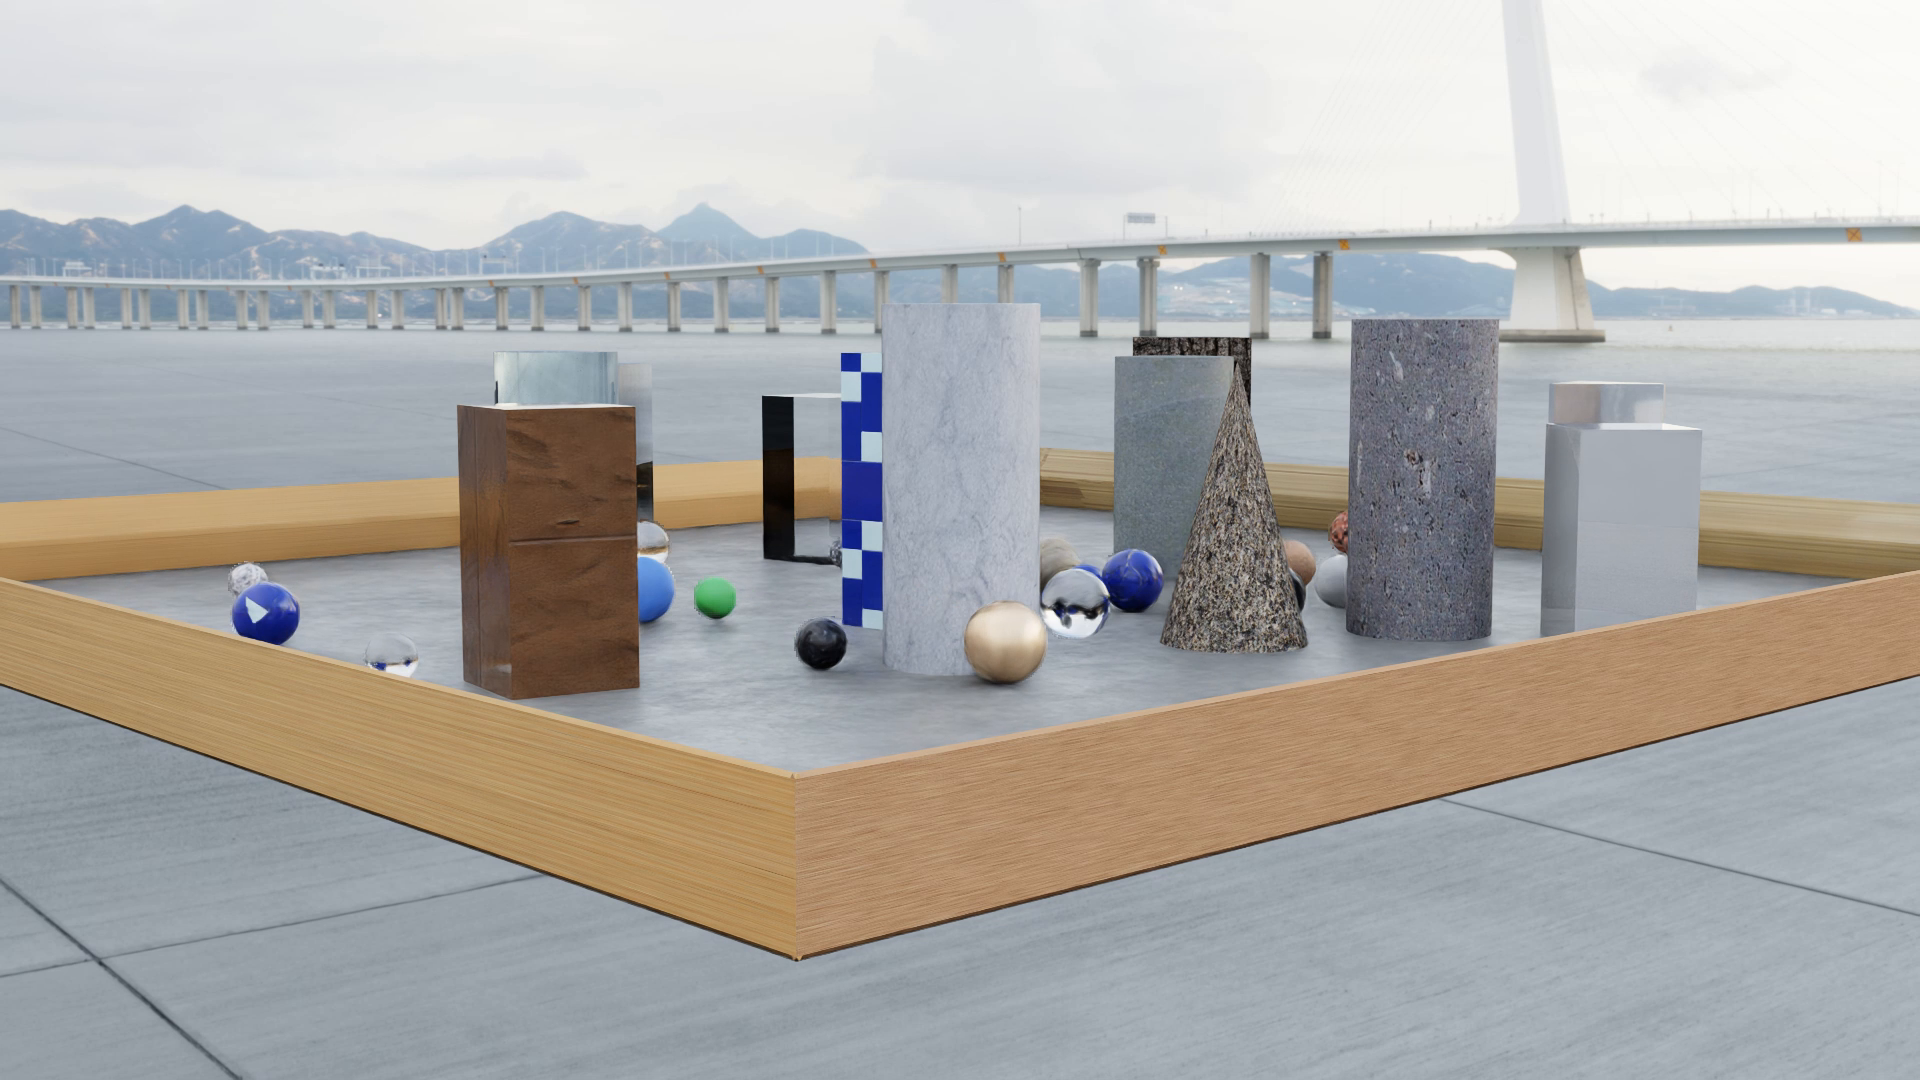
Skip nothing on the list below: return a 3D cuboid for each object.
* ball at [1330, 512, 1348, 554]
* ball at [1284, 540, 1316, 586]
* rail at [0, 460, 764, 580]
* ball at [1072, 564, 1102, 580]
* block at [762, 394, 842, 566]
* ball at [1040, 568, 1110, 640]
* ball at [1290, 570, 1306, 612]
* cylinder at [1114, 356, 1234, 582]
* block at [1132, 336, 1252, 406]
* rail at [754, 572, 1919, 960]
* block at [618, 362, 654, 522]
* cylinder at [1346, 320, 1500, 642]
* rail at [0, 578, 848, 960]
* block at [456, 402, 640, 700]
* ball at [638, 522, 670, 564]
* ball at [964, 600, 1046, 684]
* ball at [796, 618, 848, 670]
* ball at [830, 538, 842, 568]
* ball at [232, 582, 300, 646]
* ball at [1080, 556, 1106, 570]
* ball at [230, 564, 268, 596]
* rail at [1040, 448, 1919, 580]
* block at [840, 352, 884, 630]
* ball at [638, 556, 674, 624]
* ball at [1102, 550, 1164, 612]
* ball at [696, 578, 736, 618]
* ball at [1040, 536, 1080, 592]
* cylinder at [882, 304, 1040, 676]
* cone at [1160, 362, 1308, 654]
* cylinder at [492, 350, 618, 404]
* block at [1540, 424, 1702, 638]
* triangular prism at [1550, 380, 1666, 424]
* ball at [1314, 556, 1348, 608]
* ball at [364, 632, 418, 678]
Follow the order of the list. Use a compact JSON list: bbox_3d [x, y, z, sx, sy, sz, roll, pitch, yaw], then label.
[{"bbox_3d":[0.719,-0.014,4.029,0.081,0.081,0.081,0,6,0],"label":"ball"},{"bbox_3d":[0.529,0.041,3.514,0.080,0.080,0.080,0,6,0],"label":"ball"},{"bbox_3d":[-0.849,-0.062,4.247,2.661,0.129,0.045,-5,8,-42],"label":"rail"},{"bbox_3d":[0.187,0.069,3.303,0.067,0.067,0.067,0,6,0],"label":"ball"},{"bbox_3d":[-0.242,-0.113,3.960,0.159,0.294,0.159,5,8,38],"label":"block"},{"bbox_3d":[0.157,0.087,2.989,0.096,0.096,0.096,0,6,0],"label":"ball"},{"bbox_3d":[0.448,0.078,3.121,0.086,0.086,0.086,0,6,0],"label":"ball"},{"bbox_3d":[0.359,-0.125,3.708,0.199,0.368,0.199,0,6,0],"label":"cylinder"},{"bbox_3d":[0.418,-0.169,3.992,0.159,0.397,0.159,-2,6,-20],"label":"block"},{"bbox_3d":[0.849,0.129,2.416,2.661,0.129,0.045,-5,8,-42],"label":"rail"},{"bbox_3d":[-0.673,-0.150,4.050,0.159,0.348,0.159,2,6,18],"label":"block"},{"bbox_3d":[0.640,-0.088,3.047,0.199,0.433,0.199,0,6,0],"label":"cylinder"},{"bbox_3d":[-0.960,0.125,2.451,0.045,0.129,2.552,-5,8,-42],"label":"rail"},{"bbox_3d":[-0.490,0.007,2.616,0.159,0.333,0.159,-4,7,-32],"label":"block"},{"bbox_3d":[-0.542,0.011,3.779,0.085,0.085,0.085,0,6,0],"label":"ball"},{"bbox_3d":[0.054,0.122,2.638,0.100,0.100,0.100,0,6,0],"label":"ball"},{"bbox_3d":[-0.172,0.129,2.741,0.064,0.064,0.064,0,6,0],"label":"ball"},{"bbox_3d":[-0.199,0.023,3.811,0.054,0.054,0.054,0,6,0],"label":"ball"},{"bbox_3d":[-0.920,0.099,2.917,0.087,0.087,0.087,0,6,0],"label":"ball"},{"bbox_3d":[0.216,0.052,3.542,0.052,0.052,0.052,0,6,0],"label":"ball"},{"bbox_3d":[-1.100,0.065,3.400,0.056,0.056,0.056,0,6,0],"label":"ball"},{"bbox_3d":[0.960,-0.058,4.213,0.045,0.129,2.552,-5,8,-42],"label":"rail"},{"bbox_3d":[-0.055,-0.072,3.123,0.159,0.386,0.159,5,8,39],"label":"block"},{"bbox_3d":[-0.457,0.071,3.138,0.097,0.097,0.097,0,6,0],"label":"ball"},{"bbox_3d":[0.256,0.060,3.263,0.093,0.093,0.093,0,6,0],"label":"ball"},{"bbox_3d":[-0.354,0.084,3.192,0.060,0.060,0.060,0,6,0],"label":"ball"},{"bbox_3d":[0.144,0.040,3.472,0.090,0.090,0.090,0,6,0],"label":"ball"},{"bbox_3d":[0.001,-0.070,2.770,0.199,0.453,0.199,0,6,0],"label":"cylinder"},{"bbox_3d":[0.370,-0.051,2.948,0.199,0.379,0.199,0,6,0],"label":"cone"},{"bbox_3d":[-0.654,-0.116,3.578,0.199,0.379,0.199,0,6,0],"label":"cylinder"},{"bbox_3d":[0.885,-0.007,2.955,0.159,0.291,0.159,0,6,-1],"label":"block"},{"bbox_3d":[0.980,-0.077,3.415,0.172,0.335,0.149,0,6,0],"label":"triangular prism"},{"bbox_3d":[0.571,0.063,3.305,0.079,0.079,0.079,0,6,0],"label":"ball"},{"bbox_3d":[-0.680,0.141,2.631,0.063,0.063,0.063,0,6,0],"label":"ball"}]
